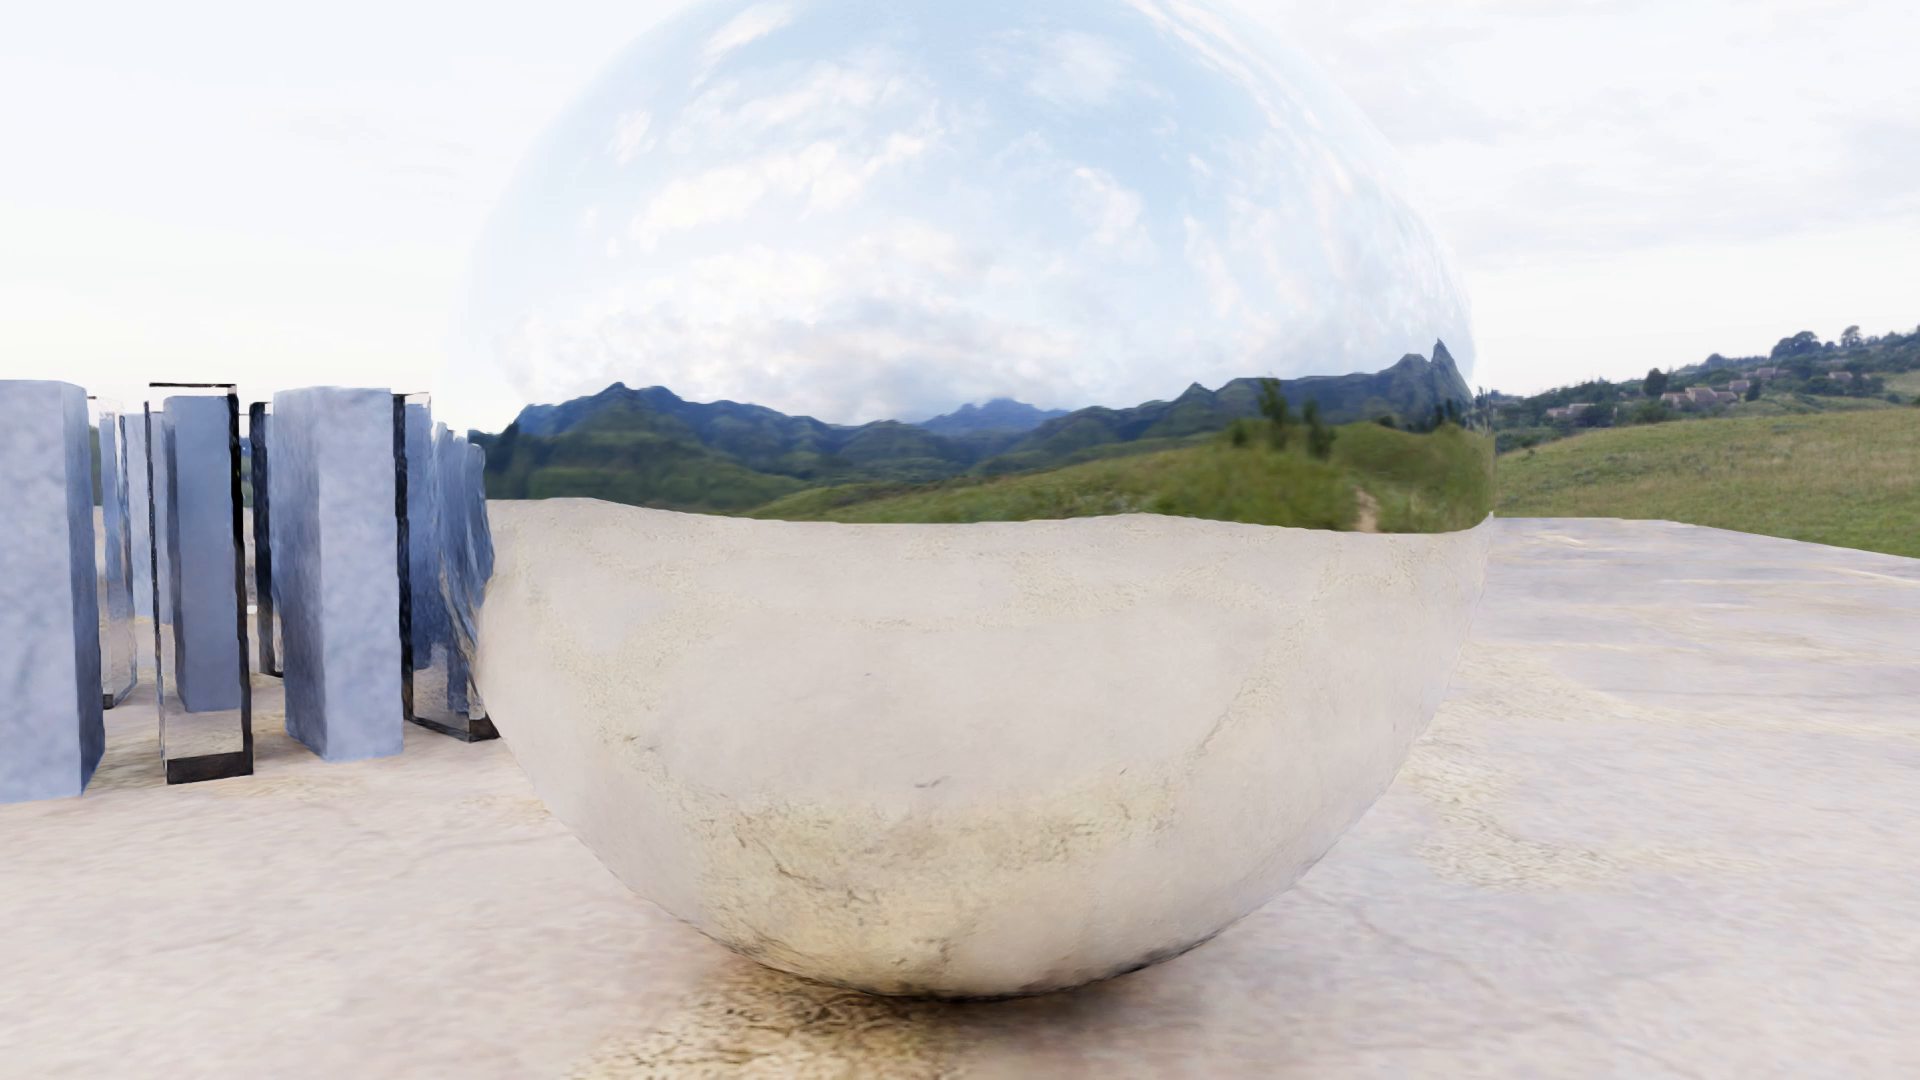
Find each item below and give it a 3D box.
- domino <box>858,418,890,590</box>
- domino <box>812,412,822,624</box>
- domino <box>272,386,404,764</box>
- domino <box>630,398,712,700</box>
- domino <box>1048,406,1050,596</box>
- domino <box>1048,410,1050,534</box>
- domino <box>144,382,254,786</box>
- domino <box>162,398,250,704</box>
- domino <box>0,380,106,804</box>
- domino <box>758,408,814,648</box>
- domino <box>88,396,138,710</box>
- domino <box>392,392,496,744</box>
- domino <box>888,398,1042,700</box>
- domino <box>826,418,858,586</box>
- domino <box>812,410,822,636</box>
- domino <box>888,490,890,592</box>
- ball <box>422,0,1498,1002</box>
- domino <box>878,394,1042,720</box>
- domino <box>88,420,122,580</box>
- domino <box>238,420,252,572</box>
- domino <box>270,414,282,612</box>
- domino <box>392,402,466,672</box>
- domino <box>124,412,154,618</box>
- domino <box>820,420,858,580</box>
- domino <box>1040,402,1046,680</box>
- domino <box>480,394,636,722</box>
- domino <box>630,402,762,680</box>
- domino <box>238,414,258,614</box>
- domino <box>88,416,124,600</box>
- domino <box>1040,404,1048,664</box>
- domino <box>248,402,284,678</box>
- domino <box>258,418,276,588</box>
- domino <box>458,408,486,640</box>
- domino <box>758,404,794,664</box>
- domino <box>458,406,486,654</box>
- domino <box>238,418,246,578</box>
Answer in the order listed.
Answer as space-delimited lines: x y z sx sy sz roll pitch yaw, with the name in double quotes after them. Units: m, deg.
-0.017 -0.011 0.382 0.025 0.050 0.009 -3 5 -38 "domino"
-0.046 -0.005 0.304 0.025 0.050 0.009 -1 4 -10 "domino"
-0.088 0.004 0.181 0.009 0.050 0.025 -4 6 -39 "domino"
-0.056 0.001 0.221 0.025 0.050 0.009 2 5 24 "domino"
0.006 -0.003 0.269 0.025 0.050 0.009 0 4 4 "domino"
0.007 -0.004 0.286 0.025 0.050 0.010 0 4 2 "domino"
-0.102 0.005 0.171 0.009 0.050 0.025 -3 5 -34 "domino"
-0.131 0.001 0.222 0.010 0.050 0.025 -3 5 -35 "domino"
-0.116 0.005 0.162 0.010 0.050 0.025 -2 5 -28 "domino"
-0.044 -0.003 0.270 0.025 0.050 0.009 0 4 4 "domino"
-0.145 0.002 0.213 0.010 0.050 0.025 -2 5 -25 "domino"
-0.076 0.003 0.193 0.025 0.050 0.010 4 6 44 "domino"
0.001 0.001 0.218 0.025 0.050 0.009 0 4 6 "domino"
-0.028 -0.012 0.395 0.025 0.050 0.010 -4 6 -43 "domino"
-0.044 -0.004 0.287 0.025 0.050 0.009 0 4 -2 "domino"
-0.008 -0.010 0.368 0.025 0.050 0.010 -3 5 -31 "domino"
0.000 -0.005 0.103 0.080 0.080 0.080 0 4 0 "ball"
0.000 0.002 0.201 0.025 0.050 0.009 0 4 0 "domino"
-0.273 -0.013 0.413 0.009 0.050 0.025 -4 6 -45 "domino"
-0.246 -0.015 0.433 0.010 0.050 0.025 -2 5 -28 "domino"
-0.171 -0.008 0.338 0.010 0.050 0.025 -1 4 -10 "domino"
-0.109 -0.001 0.248 0.025 0.050 0.009 2 5 23 "domino"
-0.198 -0.006 0.318 0.025 0.050 0.009 3 5 36 "domino"
-0.041 -0.013 0.407 0.009 0.050 0.025 4 6 42 "domino"
0.003 0.000 0.235 0.025 0.050 0.009 0 4 6 "domino"
-0.065 0.002 0.206 0.025 0.050 0.009 3 5 35 "domino"
-0.050 0.000 0.237 0.025 0.050 0.009 1 4 16 "domino"
-0.187 -0.007 0.331 0.010 0.050 0.025 -4 6 -41 "domino"
-0.244 -0.009 0.356 0.025 0.050 0.009 3 5 37 "domino"
0.005 -0.001 0.252 0.025 0.050 0.010 0 4 6 "domino"
-0.118 0.000 0.233 0.025 0.050 0.009 4 6 39 "domino"
-0.205 -0.012 0.389 0.009 0.050 0.025 -2 5 -22 "domino"
-0.102 -0.003 0.281 0.025 0.050 0.009 0 4 1 "domino"
-0.047 -0.001 0.253 0.025 0.050 0.010 1 4 10 "domino"
-0.104 -0.002 0.264 0.025 0.050 0.010 1 4 12 "domino"
-0.219 -0.011 0.380 0.010 0.050 0.025 -3 5 -35 "domino"
